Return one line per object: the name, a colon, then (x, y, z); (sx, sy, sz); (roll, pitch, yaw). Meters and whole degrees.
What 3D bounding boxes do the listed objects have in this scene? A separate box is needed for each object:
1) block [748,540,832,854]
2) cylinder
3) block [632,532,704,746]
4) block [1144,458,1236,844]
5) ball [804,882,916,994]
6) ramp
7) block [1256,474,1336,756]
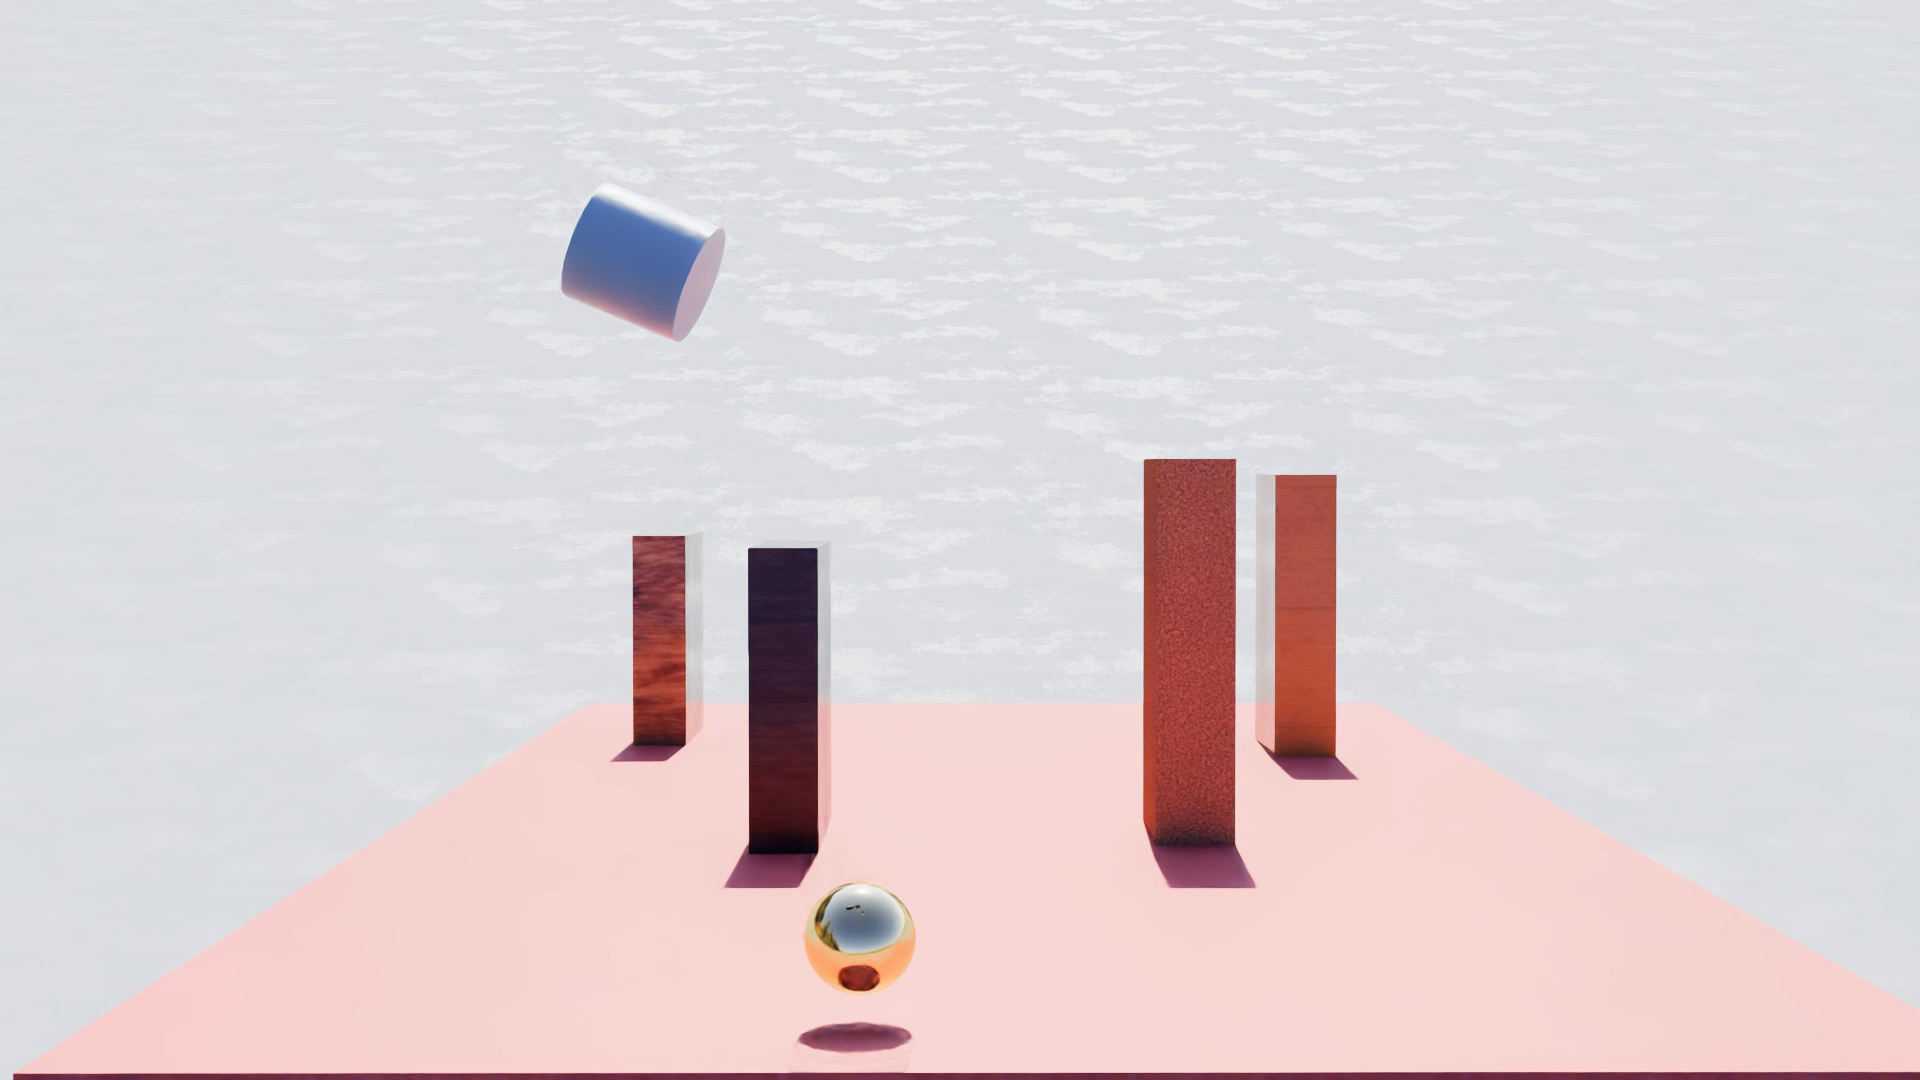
block: (-0.274, 0.244, 4.207); (0.108, 0.475, 0.417); (0, 2, 0)
cylinder: (-0.315, -0.276, 2.566); (0.122, 0.122, 0.122); (23, 29, 5)
block: (-0.649, 0.212, 5.754); (0.114, 0.453, 0.389); (0, 2, 0)
block: (0.374, 0.174, 4.230); (0.126, 0.614, 0.282); (0, 2, 0)
ball: (-0.108, 0.429, 2.780); (0.120, 0.120, 0.120); (0, 25, 0)
ramp: (0.058, 0.522, 4.560); (2.000, 0.100, 4.000); (0, 2, 0)
block: (0.715, 0.152, 5.512); (0.127, 0.584, 0.345); (0, 2, 0)
